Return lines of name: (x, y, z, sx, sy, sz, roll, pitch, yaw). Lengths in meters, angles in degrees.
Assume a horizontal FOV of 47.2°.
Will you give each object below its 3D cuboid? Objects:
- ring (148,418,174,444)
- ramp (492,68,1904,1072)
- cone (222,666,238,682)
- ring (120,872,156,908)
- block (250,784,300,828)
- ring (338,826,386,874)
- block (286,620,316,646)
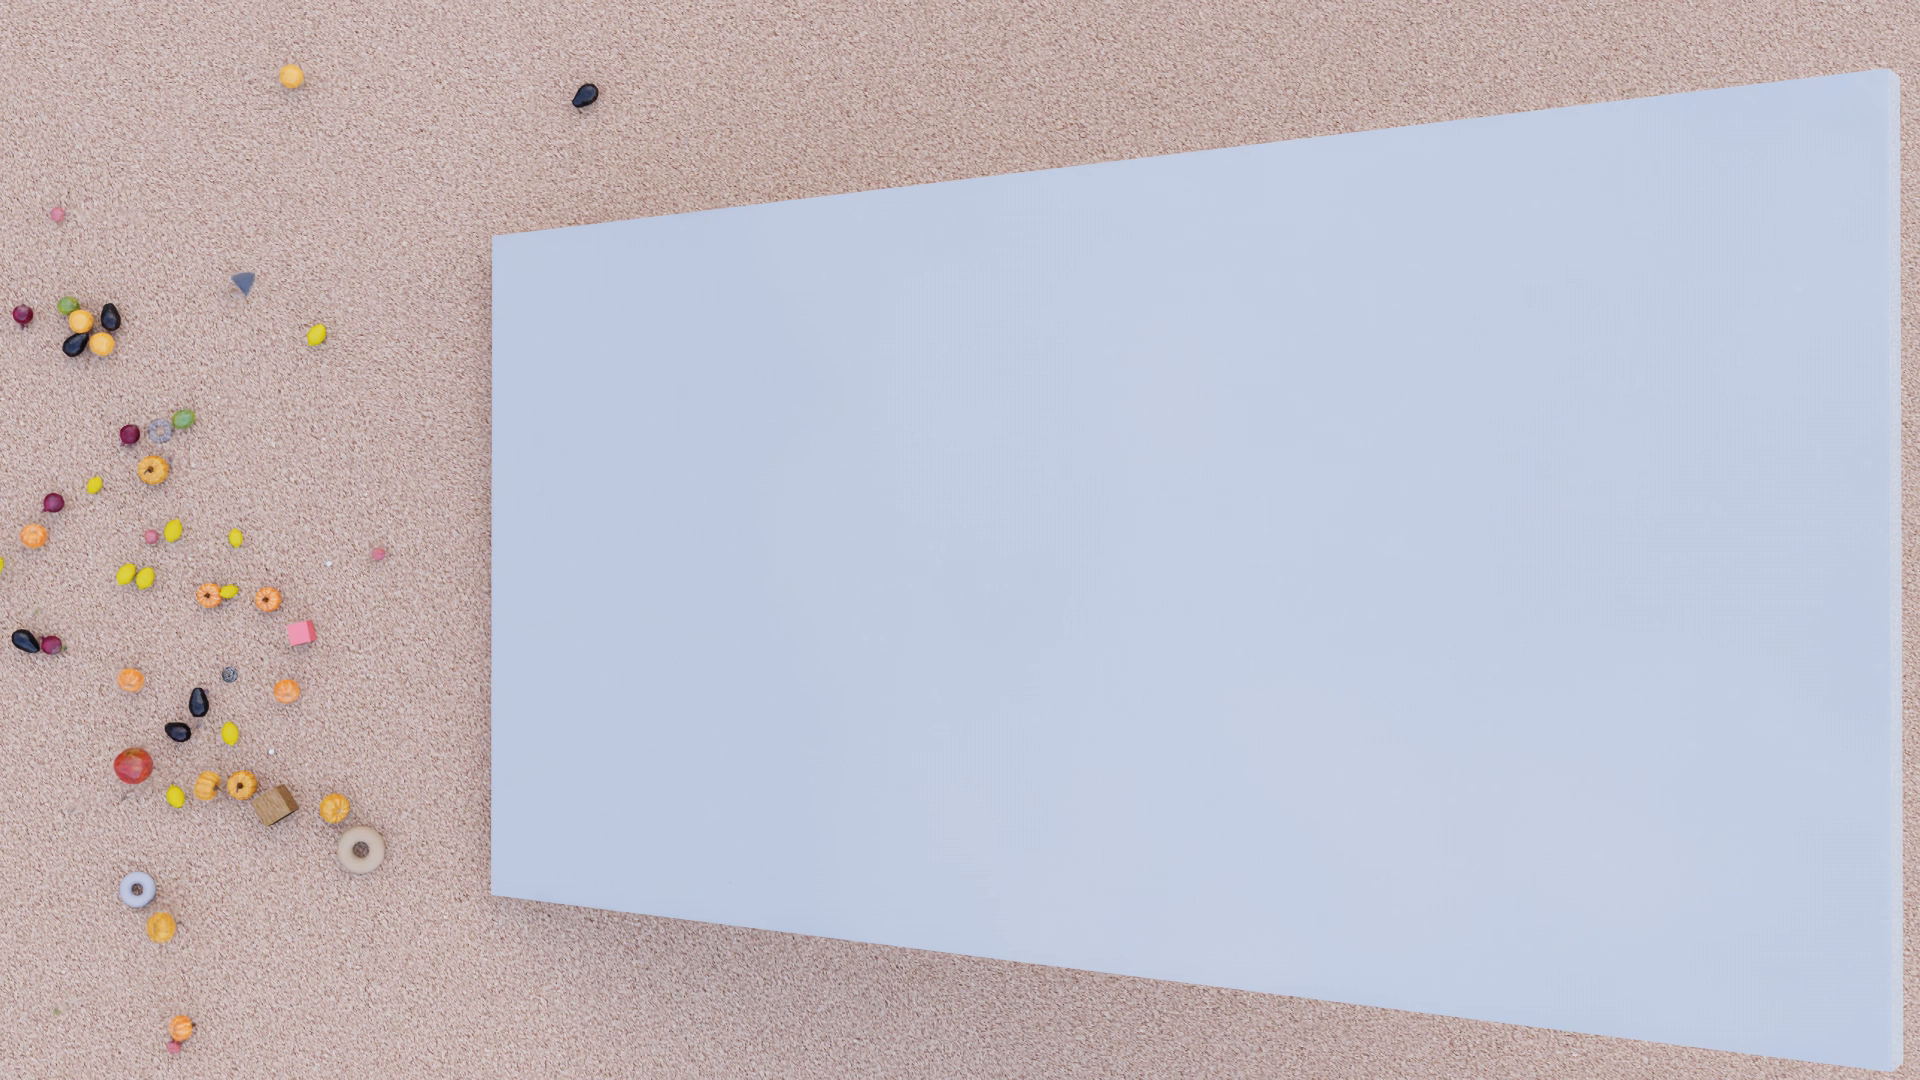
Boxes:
ring: (-2.454, -0.335, 6.749, 0.080, 0.027, 0.080, 0, 88, 1)
ramp: (0.244, 0.068, 5.570, 4.000, 0.100, 2.000, 0, 89, 35)
cone: (-2.243, 0.413, 6.730, 0.051, 0.051, 0.051, 0, 90, 0)
ring: (-2.518, 1.070, 6.732, 0.112, 0.037, 0.112, 0, 88, 0)
block: (-2.089, 0.810, 6.708, 0.090, 0.090, 0.090, -32, 90, 0)
ring: (-1.832, 0.947, 6.727, 0.149, 0.050, 0.149, 0, 90, 1)
block: (-2.013, 0.284, 6.726, 0.062, 0.062, 0.062, -14, 90, 0)
